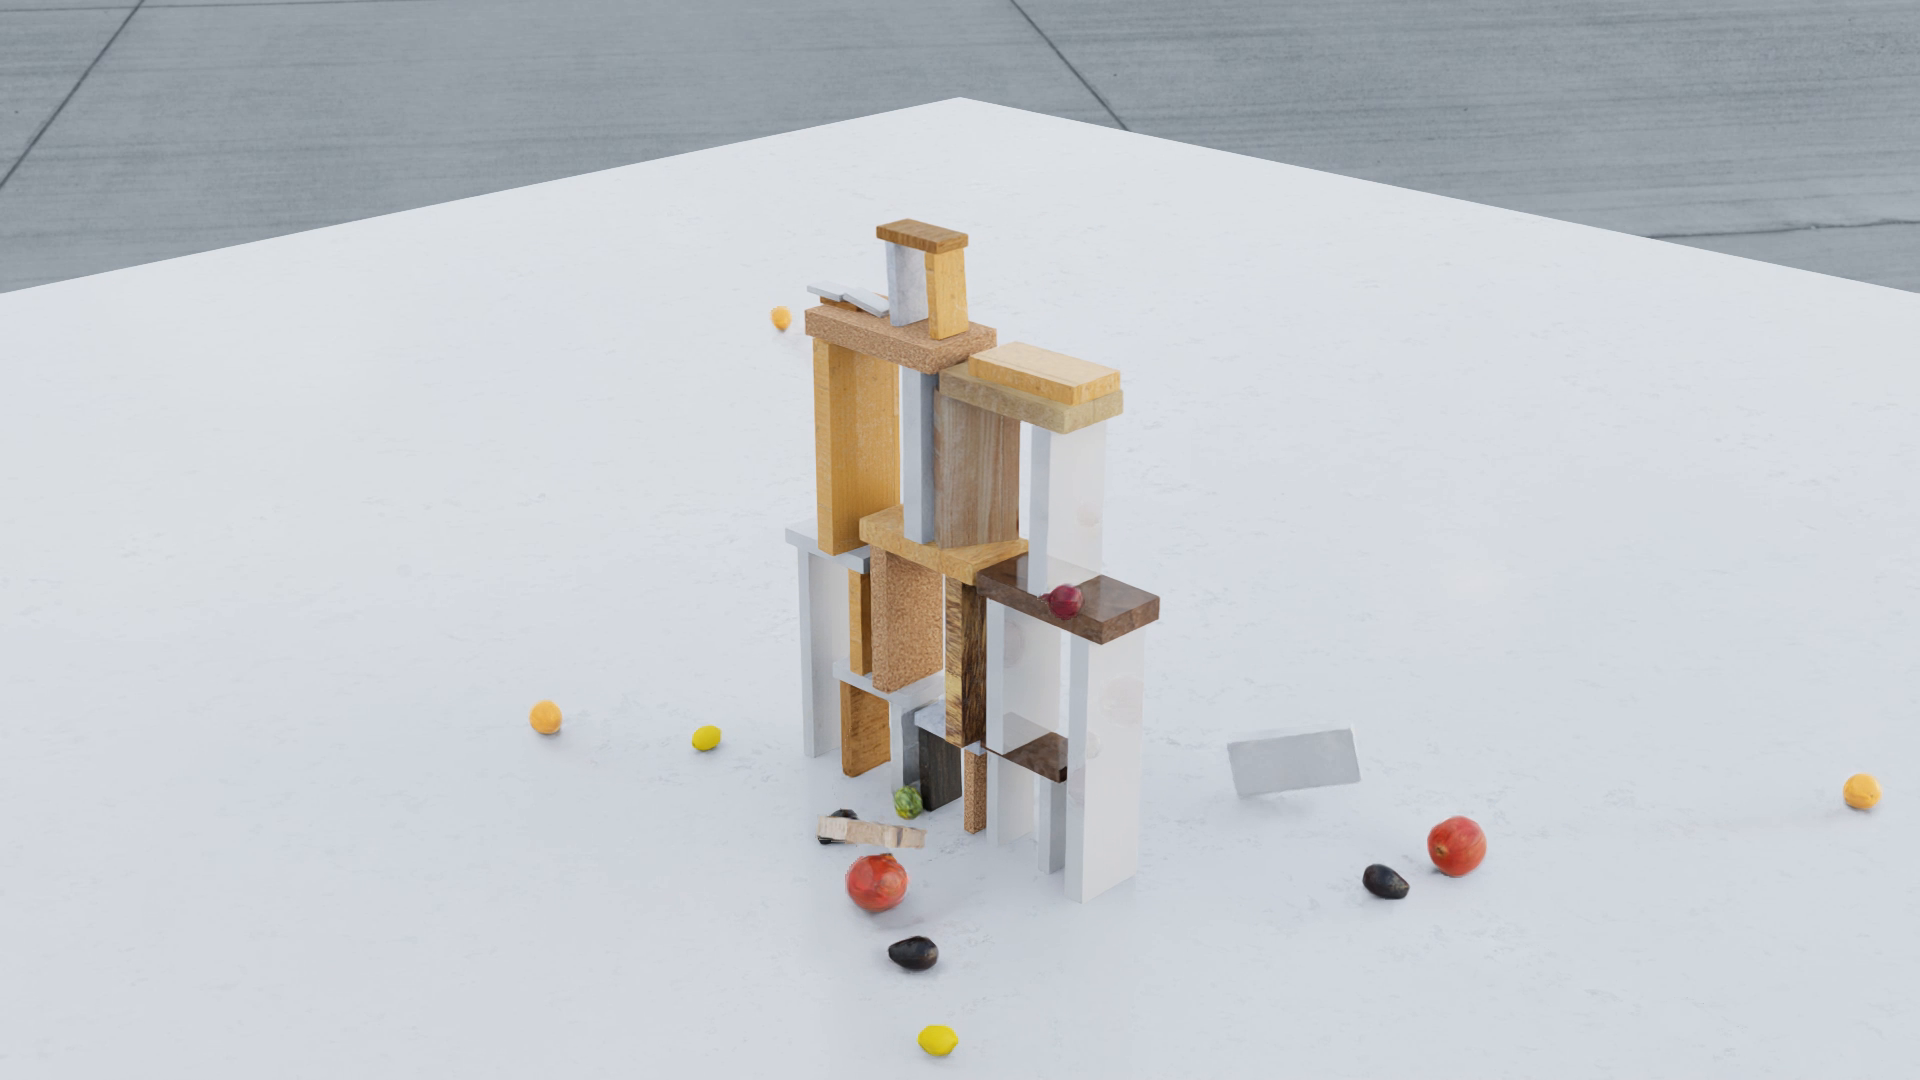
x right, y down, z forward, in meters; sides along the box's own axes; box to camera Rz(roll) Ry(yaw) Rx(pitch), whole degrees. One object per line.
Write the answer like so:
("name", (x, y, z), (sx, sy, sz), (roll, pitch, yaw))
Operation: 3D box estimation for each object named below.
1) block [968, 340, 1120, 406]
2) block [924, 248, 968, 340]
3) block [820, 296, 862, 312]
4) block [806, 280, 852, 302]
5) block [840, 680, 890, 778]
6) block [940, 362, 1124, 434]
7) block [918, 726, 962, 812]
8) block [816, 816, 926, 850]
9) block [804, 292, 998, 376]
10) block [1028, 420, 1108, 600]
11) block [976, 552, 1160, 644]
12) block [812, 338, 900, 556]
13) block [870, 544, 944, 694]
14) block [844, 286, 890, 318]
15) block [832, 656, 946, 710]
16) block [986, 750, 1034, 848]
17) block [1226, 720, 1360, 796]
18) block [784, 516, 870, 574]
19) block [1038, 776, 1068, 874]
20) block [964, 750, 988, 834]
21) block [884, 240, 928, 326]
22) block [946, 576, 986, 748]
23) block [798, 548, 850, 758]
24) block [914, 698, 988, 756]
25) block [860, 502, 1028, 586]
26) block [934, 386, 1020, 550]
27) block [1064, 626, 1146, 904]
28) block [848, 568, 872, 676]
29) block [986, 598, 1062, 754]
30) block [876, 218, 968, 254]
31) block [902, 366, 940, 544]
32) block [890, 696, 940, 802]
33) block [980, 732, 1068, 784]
("block", (0.151, -0.301, 3.952), (0.252, 0.036, 0.126), (20, 30, 40))
("block", (-0.024, -0.458, 4.056), (0.023, 0.162, 0.081), (14, 26, 41))
("block", (-0.219, -0.462, 4.256), (0.097, 0.014, 0.049), (19, 29, 37))
("block", (-0.248, -0.484, 4.273), (0.049, 0.014, 0.097), (-21, 31, -40))
("block", (-0.197, 0.377, 4.591), (0.031, 0.220, 0.110), (21, 31, 40))
("block", (0.127, -0.268, 3.977), (0.156, 0.044, 0.311), (-21, 31, -40))
("block", (-0.040, 0.450, 4.463), (0.092, 0.184, 0.026), (-21, 29, -40))
("block", (-0.158, 0.531, 3.988), (0.126, 0.036, 0.252), (7, -7, 16))
("block", (-0.115, -0.396, 4.181), (0.347, 0.049, 0.174), (21, 31, 41))
("block", (0.194, -0.069, 3.981), (0.044, 0.325, 0.156), (21, 31, 39))
("block", (0.197, 0.101, 4.053), (0.157, 0.044, 0.314), (-21, 31, -40))
("block", (-0.202, -0.200, 4.345), (0.174, 0.440, 0.049), (-19, 29, -37))
("block", (-0.105, 0.136, 4.397), (0.044, 0.314, 0.157), (21, 31, 40))
("block", (-0.172, -0.456, 4.214), (0.097, 0.014, 0.049), (30, 36, 28))
("block", (-0.144, 0.281, 4.496), (0.220, 0.031, 0.110), (20, 30, 39))
("block", (0.100, 0.493, 4.332), (0.029, 0.208, 0.104), (21, 31, 41))
("block", (0.676, 0.442, 4.457), (0.252, 0.126, 0.036), (-8, 24, 13))
("block", (-0.234, 0.005, 4.468), (0.233, 0.033, 0.117), (21, 31, 40))
("block", (0.198, 0.532, 4.242), (0.029, 0.208, 0.104), (22, 31, 40))
("block", (0.050, 0.486, 4.381), (0.092, 0.184, 0.026), (-21, 31, -41))
("block", (-0.099, -0.489, 4.129), (0.023, 0.162, 0.081), (15, 27, 41))
("block", (0.043, 0.214, 4.265), (0.157, 0.355, 0.044), (-21, 31, -40))
("block", (-0.280, 0.220, 4.623), (0.033, 0.484, 0.117), (21, 31, 41))
("block", (0.005, 0.371, 4.381), (0.092, 0.026, 0.184), (-21, 31, -40))
("block", (-0.030, 0.001, 4.255), (0.157, 0.044, 0.314), (-21, 31, -40))
("block", (0.032, -0.143, 4.138), (0.156, 0.311, 0.044), (-7, 24, -16))
("block", (0.270, 0.405, 4.100), (0.044, 0.551, 0.157), (21, 31, 41))
("block", (-0.173, 0.148, 4.472), (0.033, 0.233, 0.117), (19, 29, 37))
("block", (0.122, 0.237, 4.192), (0.157, 0.314, 0.044), (-21, 31, -40))
("block", (-0.070, -0.561, 4.059), (0.081, 0.023, 0.162), (-21, 31, -40))
("block", (-0.028, -0.181, 4.183), (0.174, 0.347, 0.049), (-21, 31, -40))
("block", (-0.091, 0.416, 4.499), (0.031, 0.220, 0.110), (20, 30, 39))
("block", (0.150, 0.403, 4.241), (0.208, 0.029, 0.104), (21, 31, 40))
